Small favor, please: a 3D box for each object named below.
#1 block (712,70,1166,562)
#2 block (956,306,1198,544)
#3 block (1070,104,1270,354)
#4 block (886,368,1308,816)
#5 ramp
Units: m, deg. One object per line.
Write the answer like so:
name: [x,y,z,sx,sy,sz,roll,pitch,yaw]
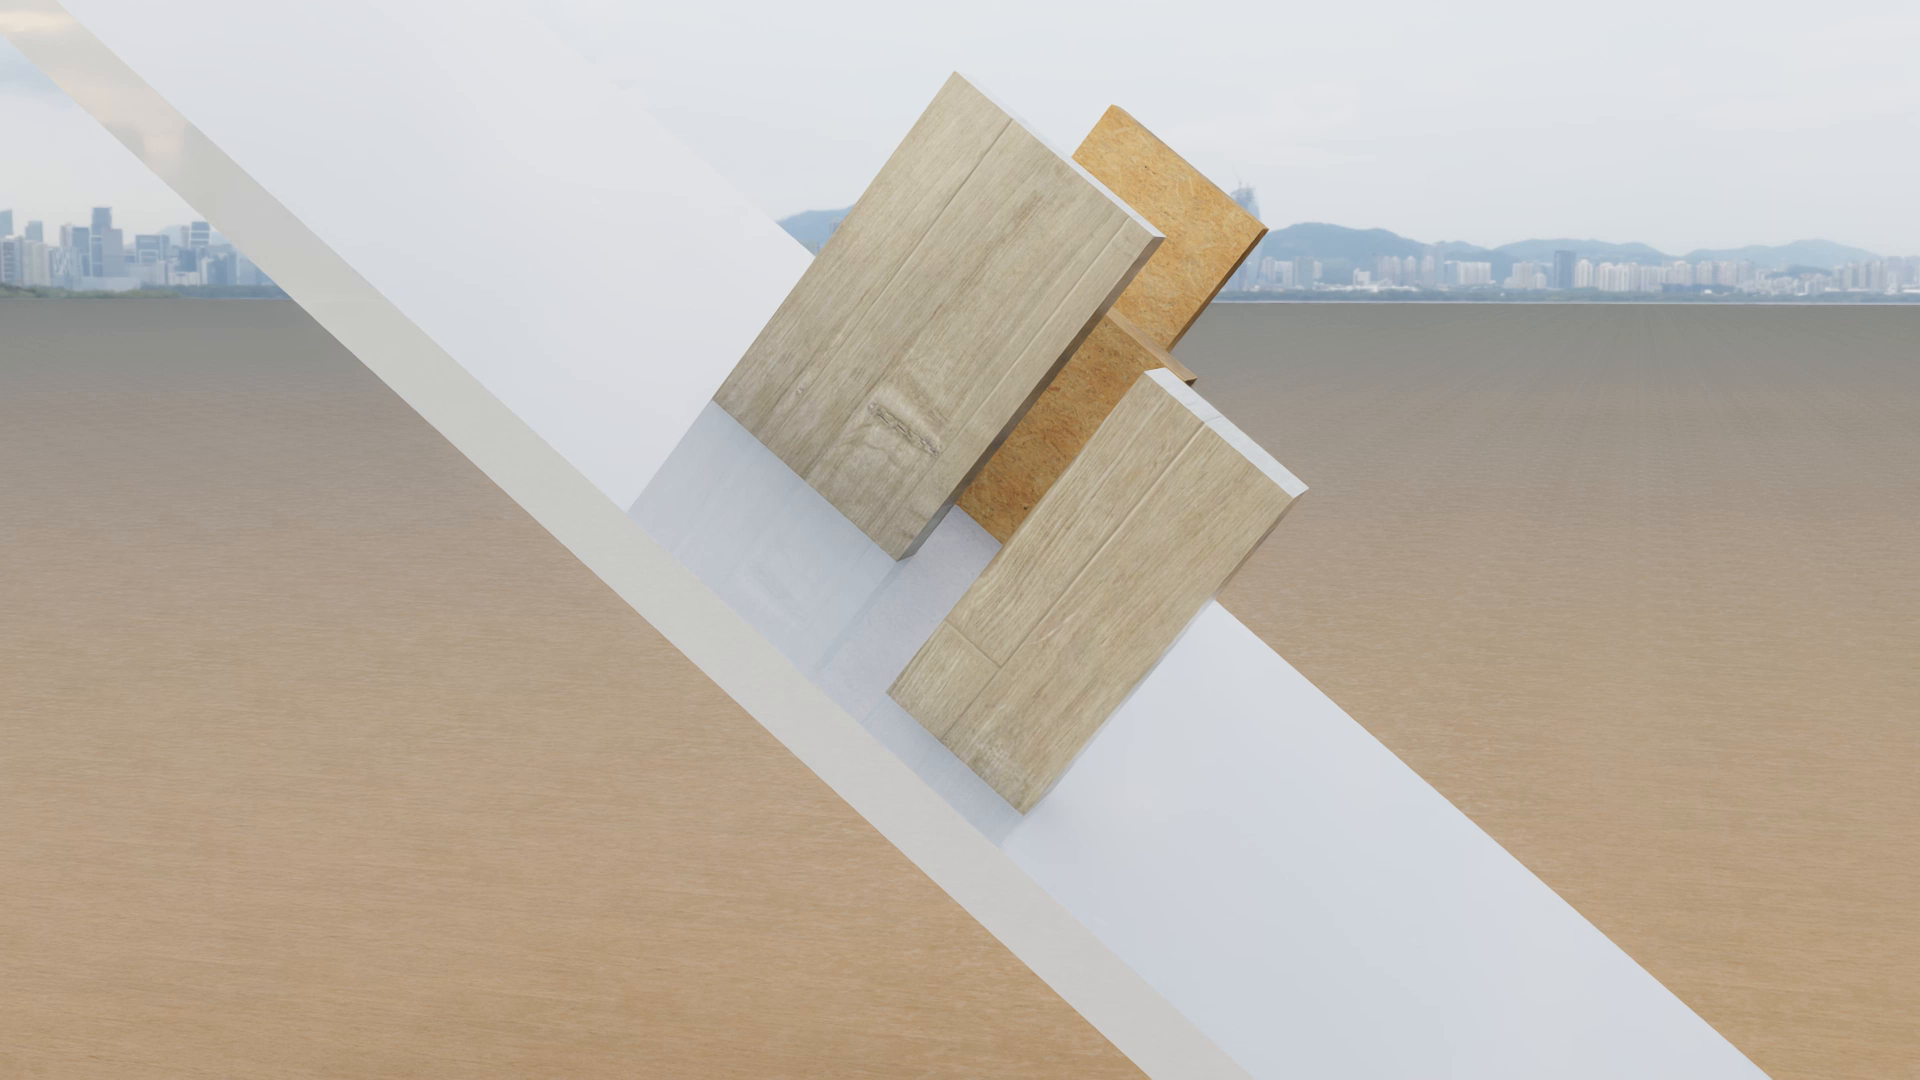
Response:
block: [-0.044,-0.371,3.701,0.431,0.698,0.098,41,16,9]
block: [0.150,-0.253,4.223,0.387,0.466,0.133,41,16,9]
block: [0.256,-0.494,4.627,0.407,0.731,0.083,41,16,9]
block: [0.195,0.074,3.176,0.270,0.606,0.149,41,16,9]
ramp: [-0.011,0.061,4.045,4.000,0.100,2.000,41,16,9]
